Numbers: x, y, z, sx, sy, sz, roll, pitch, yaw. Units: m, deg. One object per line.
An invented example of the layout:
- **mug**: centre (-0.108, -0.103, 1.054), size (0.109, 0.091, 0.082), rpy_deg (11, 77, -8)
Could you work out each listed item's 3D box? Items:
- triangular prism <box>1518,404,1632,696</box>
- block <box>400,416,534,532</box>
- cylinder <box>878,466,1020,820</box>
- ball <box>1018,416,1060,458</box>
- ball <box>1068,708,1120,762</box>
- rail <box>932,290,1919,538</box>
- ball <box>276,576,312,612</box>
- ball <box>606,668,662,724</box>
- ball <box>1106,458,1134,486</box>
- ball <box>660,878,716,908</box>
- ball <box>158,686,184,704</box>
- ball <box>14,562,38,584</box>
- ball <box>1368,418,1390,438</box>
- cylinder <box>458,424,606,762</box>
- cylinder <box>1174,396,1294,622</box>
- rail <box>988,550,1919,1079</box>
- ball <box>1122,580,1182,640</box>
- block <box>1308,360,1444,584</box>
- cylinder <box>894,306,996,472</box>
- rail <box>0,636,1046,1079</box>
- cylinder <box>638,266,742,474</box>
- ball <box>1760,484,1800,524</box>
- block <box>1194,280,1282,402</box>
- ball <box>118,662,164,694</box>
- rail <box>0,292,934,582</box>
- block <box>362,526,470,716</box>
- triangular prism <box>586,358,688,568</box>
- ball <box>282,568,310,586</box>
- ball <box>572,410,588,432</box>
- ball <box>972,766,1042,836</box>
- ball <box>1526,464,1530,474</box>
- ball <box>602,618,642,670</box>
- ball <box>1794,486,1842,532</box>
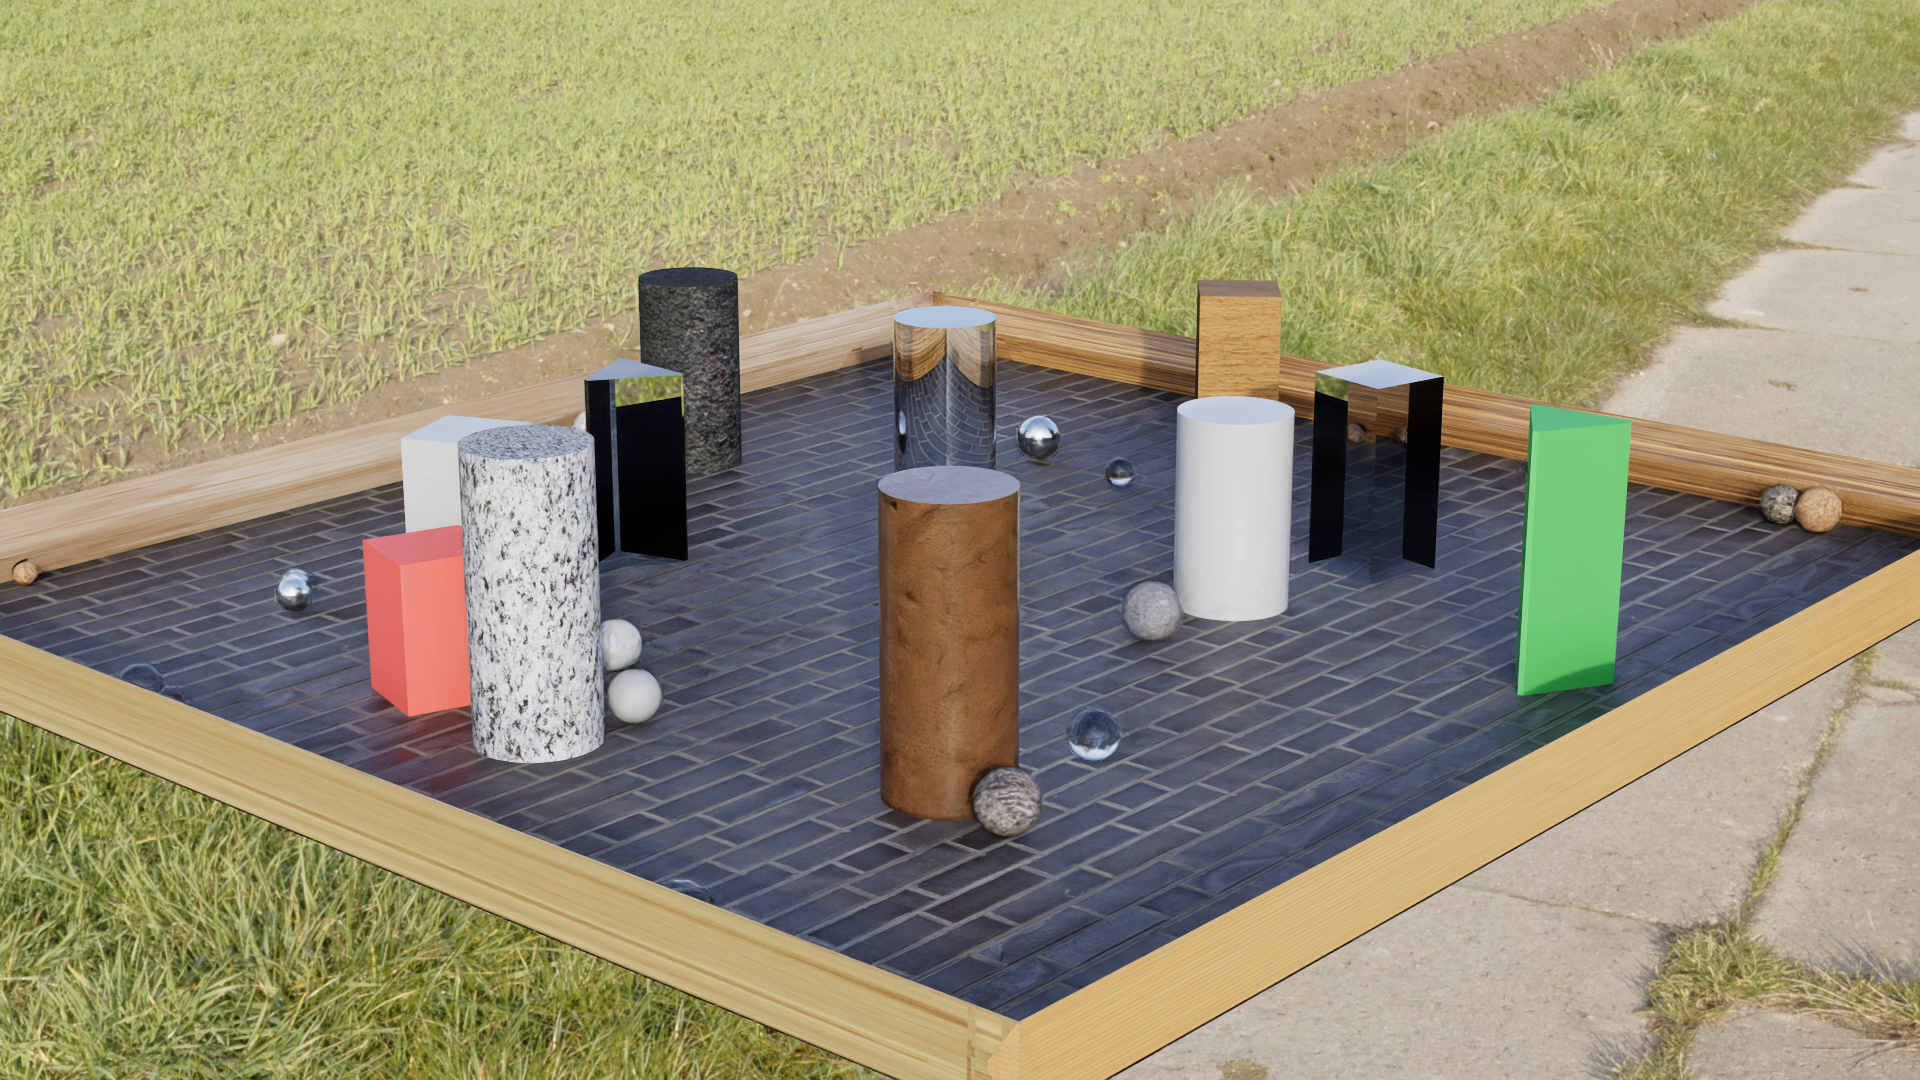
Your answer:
- **triangular prism**: centre (0.941, 0.010, 4.674), size (0.173, 0.431, 0.150), rpy_deg (-6, 18, -20)
- **block**: centre (-0.807, -0.008, 4.859), size (0.160, 0.359, 0.160), rpy_deg (5, 18, 18)
- **cylinder**: centre (-0.015, 0.145, 4.169), size (0.200, 0.465, 0.200), rpy_deg (0, 17, 0)
- **ball**: centre (0.162, -0.211, 6.005), size (0.087, 0.087, 0.087), rpy_deg (0, 17, 0)
- **ball**: centre (0.199, 0.289, 4.360), size (0.079, 0.079, 0.079), rpy_deg (0, 17, 0)
- **rail**: centre (0.923, -0.274, 6.137), size (2.660, 0.130, 0.045), rpy_deg (14, 22, 39)
- **ball**: centre (-1.147, 0.093, 5.044), size (0.060, 0.060, 0.060), rpy_deg (0, 17, 0)
- **ball**: centre (-0.501, 0.240, 4.512), size (0.084, 0.084, 0.084), rpy_deg (0, 17, 0)
- **ball**: centre (0.316, -0.135, 5.807), size (0.055, 0.055, 0.055), rpy_deg (0, 17, 0)
- **ball**: centre (-0.354, 0.476, 3.718), size (0.092, 0.092, 0.092), rpy_deg (0, 17, 0)
- **ball**: centre (-1.230, 0.247, 4.566), size (0.040, 0.040, 0.040), rpy_deg (0, 17, 0)
- **ball**: centre (-1.654, 0.059, 5.189), size (0.041, 0.041, 0.041), rpy_deg (0, 17, 0)
- **ball**: centre (0.881, -0.234, 6.158), size (0.044, 0.044, 0.044), rpy_deg (0, 17, 0)
- **cylinder**: centre (-0.639, 0.079, 4.385), size (0.200, 0.467, 0.200), rpy_deg (0, 17, 0)
- **cylinder**: centre (0.470, -0.056, 5.043), size (0.200, 0.345, 0.200), rpy_deg (0, 17, 0)
- **rail**: centre (0.986, 0.279, 4.300), size (0.045, 0.130, 2.863), rpy_deg (14, 22, 39)
- **ball**: centre (0.320, 0.118, 4.890), size (0.100, 0.100, 0.100), rpy_deg (0, 17, 0)
- **block**: centre (0.743, -0.123, 5.248), size (0.160, 0.357, 0.160), rpy_deg (-12, 20, -34)
- **cylinder**: centre (-0.029, -0.260, 5.705), size (0.200, 0.355, 0.200), rpy_deg (0, 17, 0)
- **rail**: centre (-0.923, 0.339, 4.102), size (2.660, 0.130, 0.045), rpy_deg (14, 22, 39)
- **cylinder**: centre (-0.546, -0.345, 5.939), size (0.200, 0.382, 0.200), rpy_deg (0, 17, 0)
- **ball**: centre (1.555, -0.069, 5.554), size (0.075, 0.075, 0.075), rpy_deg (0, 17, 0)
- **block**: centre (0.557, -0.326, 5.903), size (0.160, 0.367, 0.160), rpy_deg (1, 17, 2)
- **ball**: centre (-1.281, 0.227, 4.579), size (0.071, 0.071, 0.071), rpy_deg (0, 17, 0)
- **rail**: centre (-0.986, -0.214, 5.940), size (0.045, 0.130, 2.863), rpy_deg (14, 22, 39)
- **block**: centre (-0.829, 0.125, 4.616), size (0.160, 0.245, 0.160), rpy_deg (-10, 19, -30)
- **triangular prism**: centre (-0.598, -0.143, 5.324), size (0.173, 0.349, 0.150), rpy_deg (-4, 17, -15)
- **ball**: centre (-1.160, 0.075, 5.122), size (0.050, 0.050, 0.050), rpy_deg (0, 17, 0)
- **ball**: centre (-0.758, -0.228, 6.060), size (0.088, 0.088, 0.088), rpy_deg (0, 17, 0)
- **ball**: centre (0.066, 0.364, 4.080), size (0.096, 0.096, 0.096), rpy_deg (0, 17, 0)
- **ball**: centre (1.150, -0.138, 5.836), size (0.045, 0.045, 0.045), rpy_deg (0, 17, 0)
- **ball**: centre (-0.557, 0.169, 4.747), size (0.084, 0.084, 0.084), rpy_deg (0, 17, 0)
- **ball**: centre (1.609, -0.057, 5.496), size (0.086, 0.086, 0.086), rpy_deg (0, 17, 0)
